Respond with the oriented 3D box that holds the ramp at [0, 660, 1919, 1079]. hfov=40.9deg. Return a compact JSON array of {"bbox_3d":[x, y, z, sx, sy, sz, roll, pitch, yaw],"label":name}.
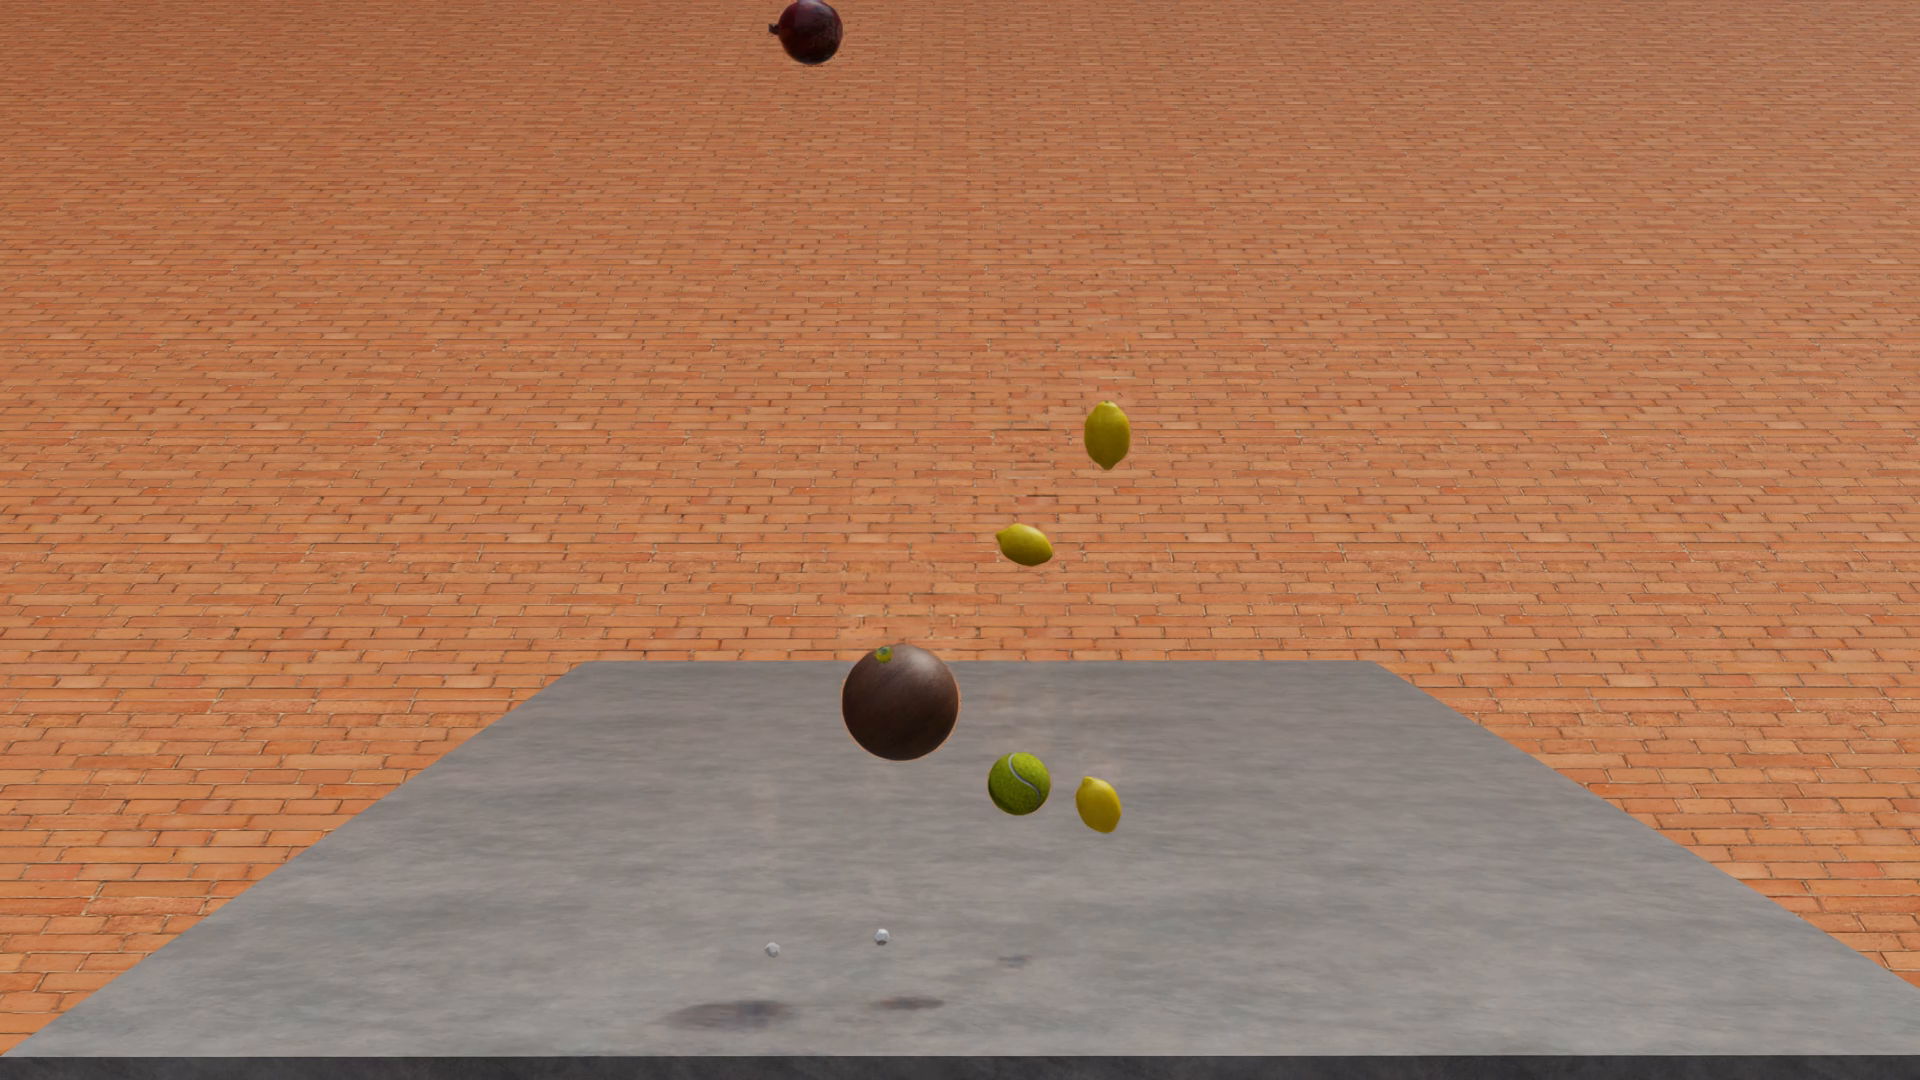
[{"bbox_3d":[0.050,0.457,4.533,2.000,0.100,4.000,0,3,0],"label":"ramp"}]
